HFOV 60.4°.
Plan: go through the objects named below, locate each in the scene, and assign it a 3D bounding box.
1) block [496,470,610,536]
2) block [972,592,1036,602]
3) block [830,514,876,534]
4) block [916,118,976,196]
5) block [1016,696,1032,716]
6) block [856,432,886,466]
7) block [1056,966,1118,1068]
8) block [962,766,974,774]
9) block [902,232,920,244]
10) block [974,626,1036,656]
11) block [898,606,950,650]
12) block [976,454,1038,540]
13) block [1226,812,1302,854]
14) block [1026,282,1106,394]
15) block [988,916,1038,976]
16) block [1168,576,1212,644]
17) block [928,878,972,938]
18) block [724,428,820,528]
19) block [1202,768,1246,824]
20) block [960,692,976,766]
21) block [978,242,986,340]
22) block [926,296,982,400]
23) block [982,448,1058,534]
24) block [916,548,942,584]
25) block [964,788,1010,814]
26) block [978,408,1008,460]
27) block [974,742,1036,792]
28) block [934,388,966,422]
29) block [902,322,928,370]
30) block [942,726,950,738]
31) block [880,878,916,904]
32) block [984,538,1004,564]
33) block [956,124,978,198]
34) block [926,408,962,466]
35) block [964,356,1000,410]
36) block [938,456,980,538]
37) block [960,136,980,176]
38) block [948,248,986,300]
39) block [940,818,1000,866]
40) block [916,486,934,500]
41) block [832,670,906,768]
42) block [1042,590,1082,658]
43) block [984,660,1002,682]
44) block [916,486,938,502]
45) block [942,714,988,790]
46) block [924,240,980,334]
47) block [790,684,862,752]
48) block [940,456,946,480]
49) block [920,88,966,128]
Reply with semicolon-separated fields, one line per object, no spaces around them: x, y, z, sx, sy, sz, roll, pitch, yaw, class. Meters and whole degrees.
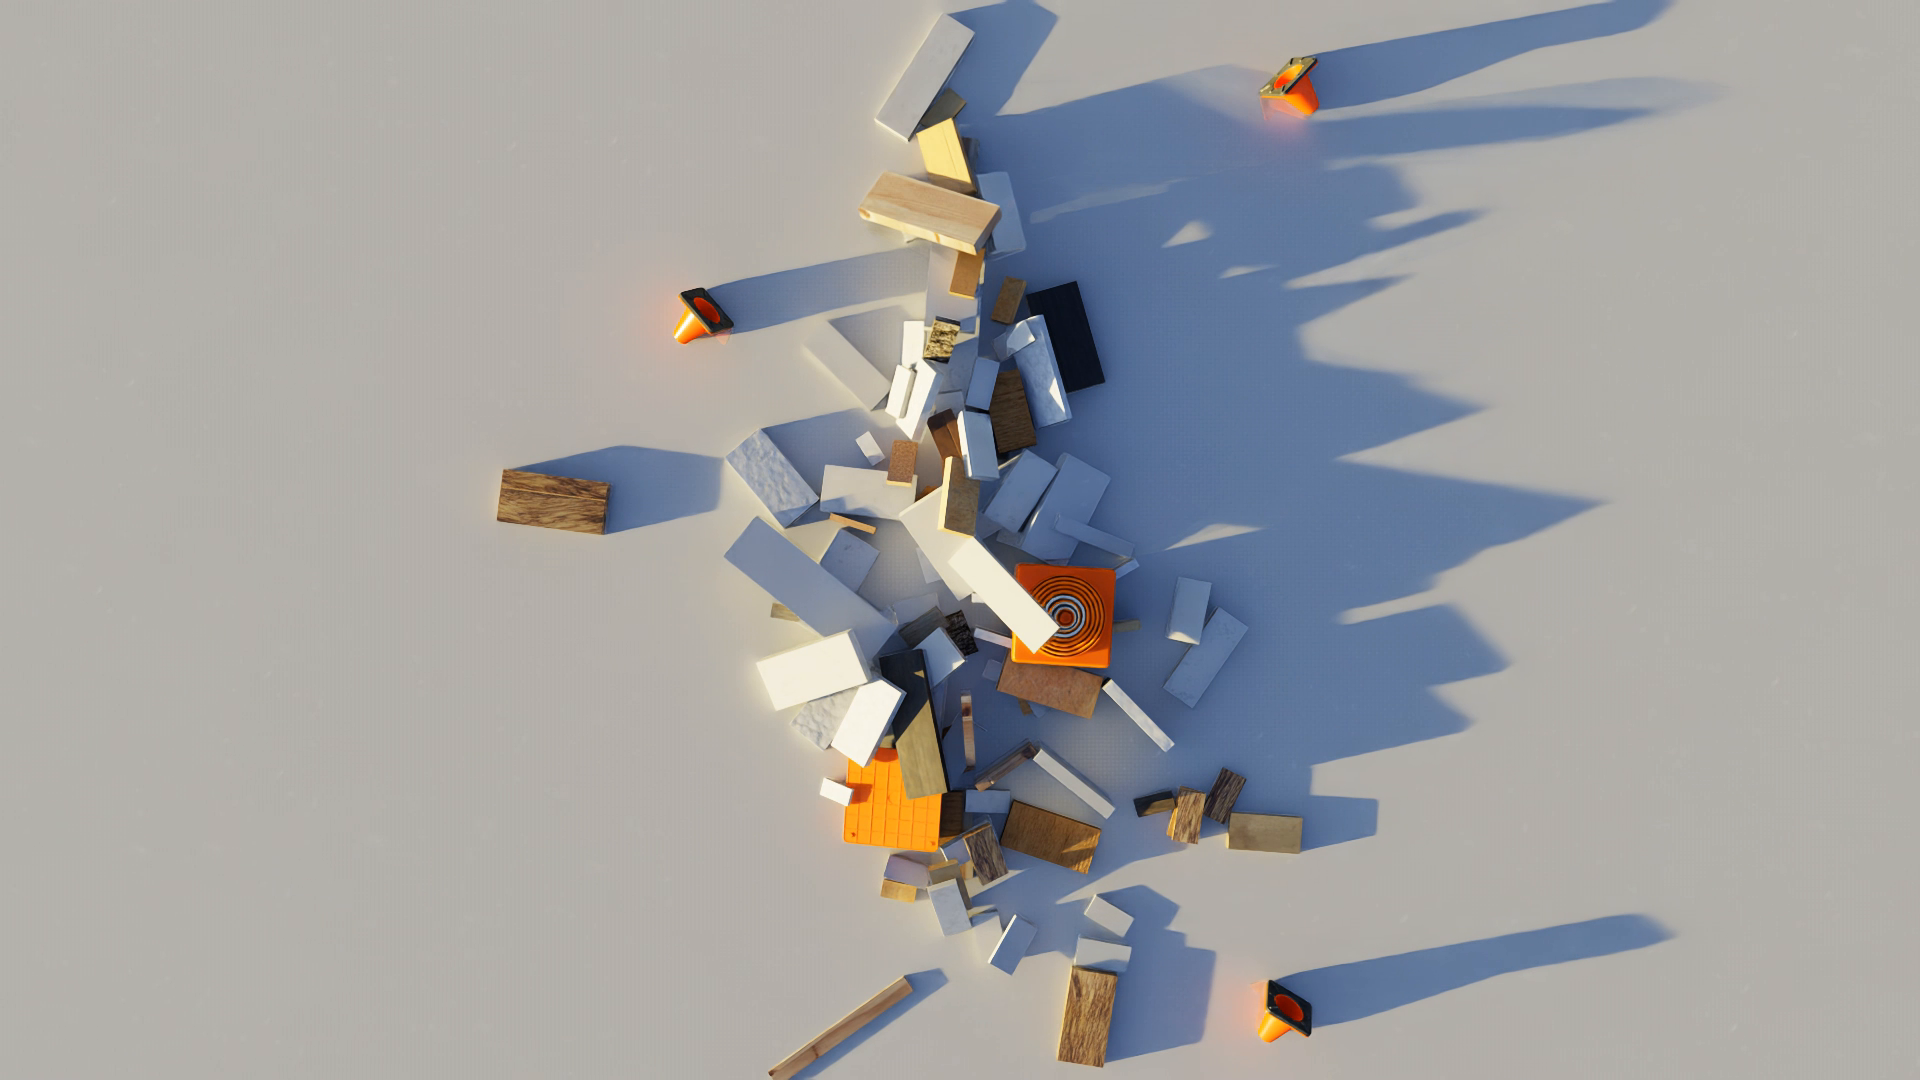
-1.349;-0.126;5.475;0.348;0.049;0.174;8;90;0;block
0.145;0.192;5.447;0.211;0.105;0.030;1;90;0;block
-0.354;-0.054;5.462;0.154;0.077;0.022;18;90;0;block
-0.044;-1.242;5.433;0.129;0.037;0.258;-20;80;19;block
0.218;0.532;5.493;0.048;0.014;0.096;-20;90;0;block
-0.298;-0.304;5.493;0.053;0.015;0.105;-33;90;0;block
0.422;1.583;5.478;0.153;0.043;0.306;9;90;0;block
0.014;0.726;5.493;0.047;0.013;0.094;-17;90;0;block
-0.111;-1.059;5.472;0.175;0.025;0.087;-20;85;8;block
0.149;0.333;5.447;0.211;0.105;0.030;18;90;0;block
-0.119;0.292;5.467;0.154;0.022;0.077;-34;107;9;block
0.107;-0.126;5.453;0.349;0.049;0.175;-31;105;0;block
1.013;0.973;5.483;0.239;0.034;0.120;4;90;0;block
0.349;-0.666;5.475;0.174;0.049;0.348;-16;90;0;block
0.176;1.344;5.468;0.088;0.025;0.176;32;82;-9;block
0.762;0.235;5.467;0.104;0.029;0.208;11;85;11;block
-0.033;1.215;5.444;0.098;0.028;0.196;-17;116;0;block
-0.622;-0.205;5.478;0.154;0.044;0.309;-40;90;0;block
0.877;0.851;5.488;0.084;0.024;0.168;26;90;0;block
0.027;0.618;5.398;0.032;0.113;0.226;-4;90;0;block
-0.009;-0.824;5.450;0.168;0.048;0.336;4;99;0;block
-0.025;-0.636;5.432;0.168;0.048;0.336;4;99;0;block
0.197;-0.161;5.413;0.128;0.036;0.256;32;97;-14;block
-0.100;0.077;5.491;0.062;0.018;0.124;-17;90;0;block
0.090;0.866;5.474;0.148;0.021;0.074;4;89;-12;block
0.114;-0.381;5.484;0.113;0.032;0.226;5;90;0;block
0.149;0.748;5.444;0.226;0.113;0.032;-35;90;0;block
-0.026;-0.402;5.447;0.093;0.026;0.186;-8;115;2;block
-0.149;-0.641;5.468;0.082;0.023;0.165;4;90;34;block
-0.058;0.654;5.493;0.094;0.013;0.047;-21;90;0;block
-0.204;1.169;5.492;0.114;0.016;0.057;12;90;0;block
0.094;0.065;5.490;0.074;0.021;0.148;-31;90;0;block
0.007;-1.100;5.488;0.087;0.025;0.558;1;90;0;block
-0.035;-0.329;5.412;0.093;0.026;0.186;-23;93;3;block
0.072;-0.513;5.410;0.081;0.023;0.161;14;91;-14;block
0.000;-0.138;5.345;0.121;0.034;0.241;16;73;-32;block
0.007;-1.243;5.459;0.087;0.025;0.175;11;91;6;block
0.023;-0.869;5.330;0.082;0.023;0.165;13;85;1;block
0.032;1.005;5.442;0.182;0.026;0.091;-28;116;-11;block
-0.077;-0.120;5.464;0.124;0.018;0.062;37;95;-15;block
-0.299;0.586;5.405;0.141;0.040;0.282;31;101;23;block
0.336;0.277;5.455;0.105;0.030;0.211;10;90;40;block
0.143;0.448;5.484;0.122;0.017;0.061;22;85;4;block
-0.127;-0.111;5.489;0.154;0.022;0.077;-31;90;-1;block
-0.016;0.703;5.471;0.113;0.032;0.226;32;90;0;block
-0.021;-0.845;5.363;0.168;0.048;0.336;5;85;0;block
-0.418;0.543;5.480;0.144;0.041;0.289;39;90;0;block
-0.017;-0.273;5.462;0.093;0.026;0.186;-5;106;0;block
-0.056;-1.422;5.489;0.076;0.021;0.151;41;90;0;block
